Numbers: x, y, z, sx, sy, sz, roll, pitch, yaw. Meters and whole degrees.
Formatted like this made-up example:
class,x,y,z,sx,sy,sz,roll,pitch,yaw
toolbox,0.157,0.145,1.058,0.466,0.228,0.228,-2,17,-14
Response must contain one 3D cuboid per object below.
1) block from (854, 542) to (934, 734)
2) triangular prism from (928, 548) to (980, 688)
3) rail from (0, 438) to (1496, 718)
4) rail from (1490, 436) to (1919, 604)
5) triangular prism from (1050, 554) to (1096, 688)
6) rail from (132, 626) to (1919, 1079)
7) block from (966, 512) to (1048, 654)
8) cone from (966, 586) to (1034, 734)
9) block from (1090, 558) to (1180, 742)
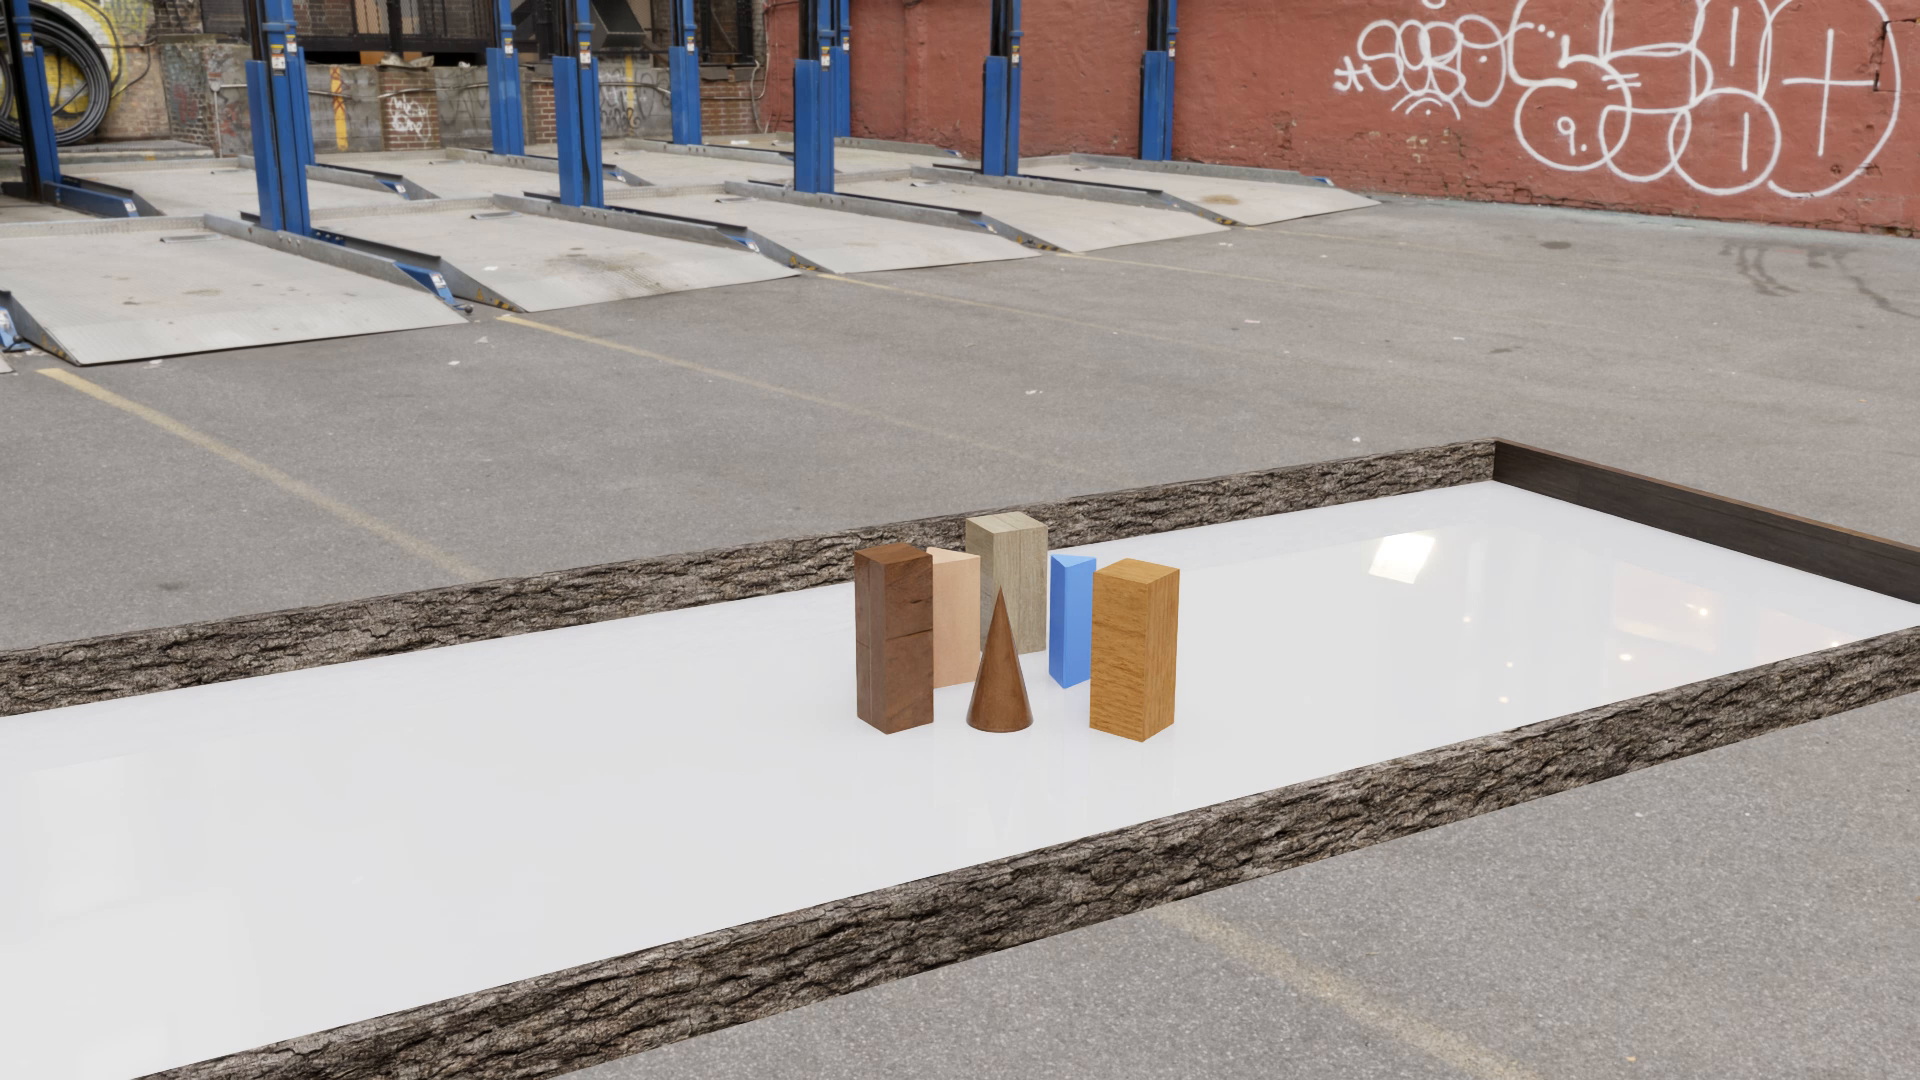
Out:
class,x,y,z,sx,sy,sz,roll,pitch,yaw
block,-0.153,0.228,3.848,0.131,0.412,0.131,-11,20,-33
triangular prism,-0.047,0.190,4.135,0.152,0.324,0.132,-8,18,-26
rail,-3.305,0.497,3.399,12.000,0.150,0.050,-9,18,-27
rail,2.466,-0.048,5.253,0.050,0.150,2.100,-9,18,-27
triangular prism,0.263,0.197,4.124,0.098,0.316,0.113,15,22,42
rail,-2.336,1.006,1.665,12.000,0.150,0.050,-9,18,-27
block,0.121,0.117,4.349,0.159,0.342,0.159,-8,18,-25
cone,0.094,0.264,3.860,0.162,0.337,0.162,0,16,0
block,0.403,0.252,3.819,0.144,0.381,0.144,12,20,36
